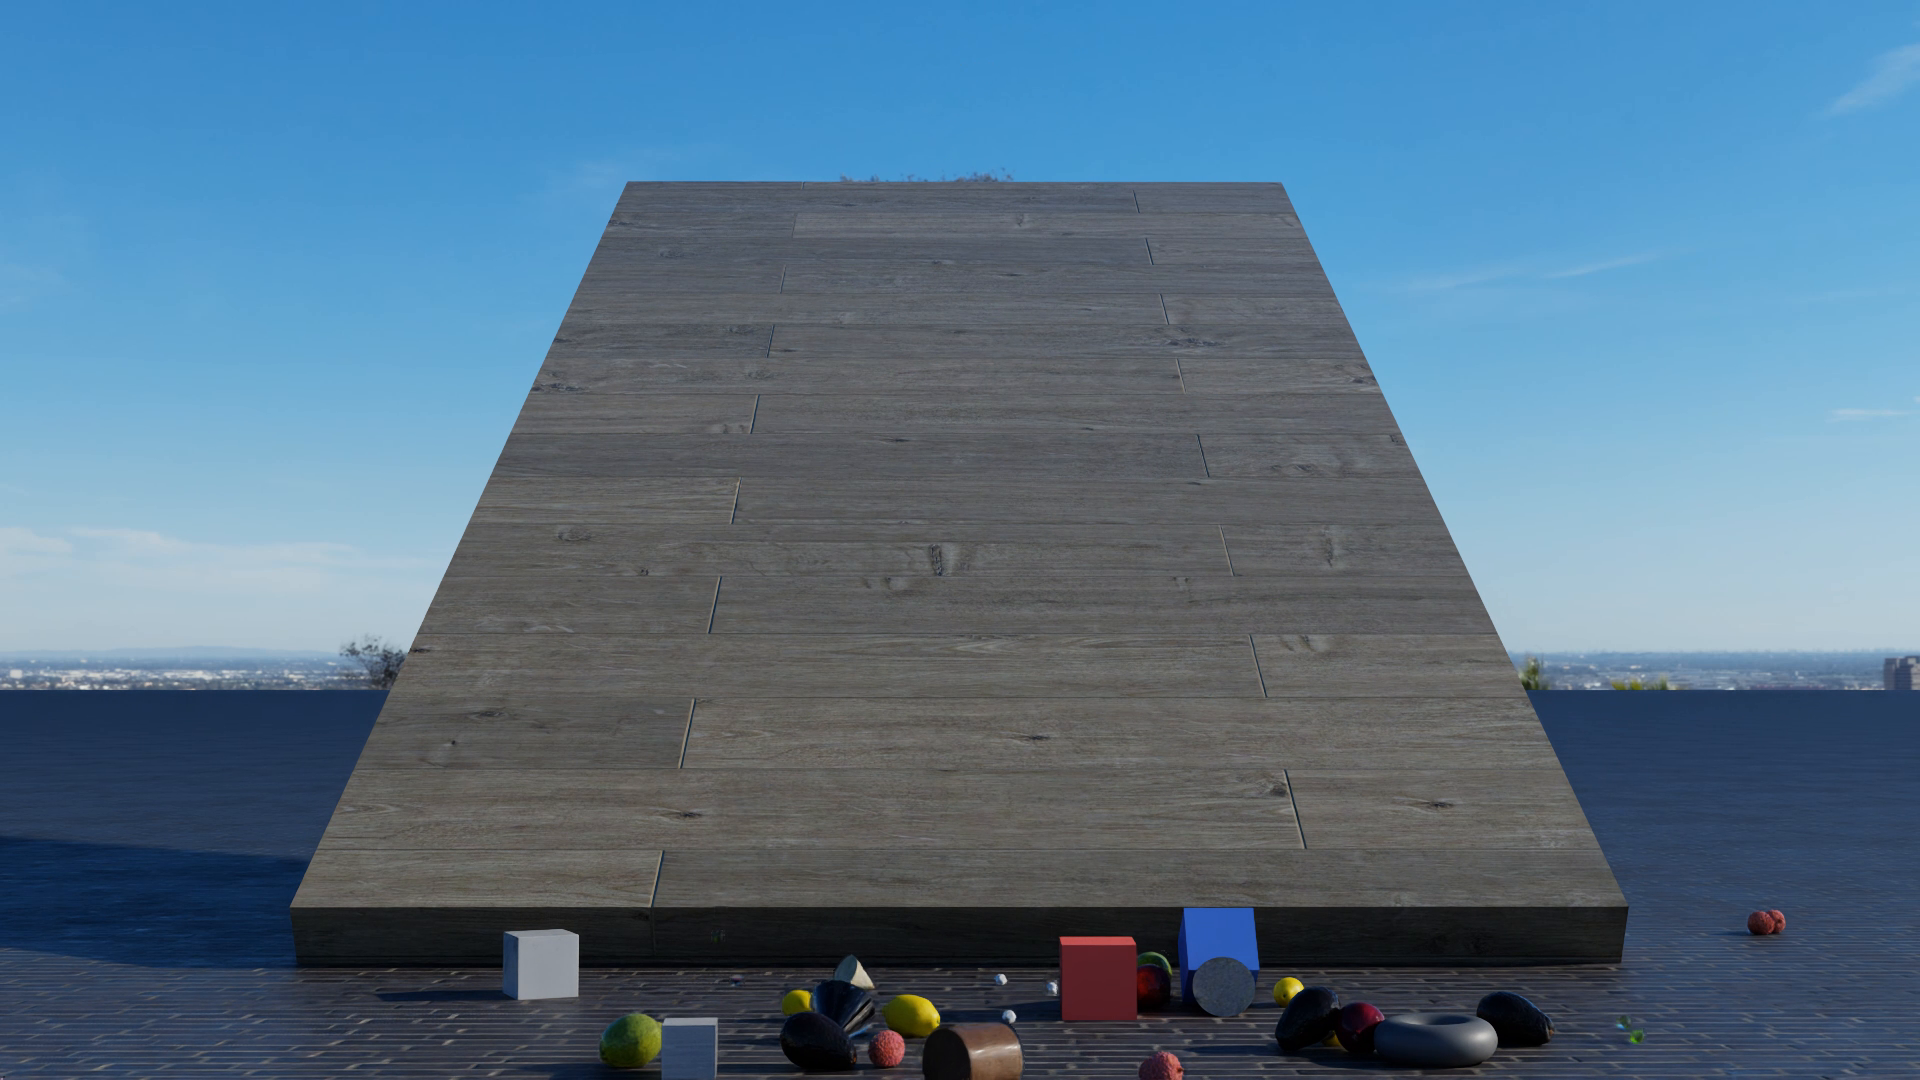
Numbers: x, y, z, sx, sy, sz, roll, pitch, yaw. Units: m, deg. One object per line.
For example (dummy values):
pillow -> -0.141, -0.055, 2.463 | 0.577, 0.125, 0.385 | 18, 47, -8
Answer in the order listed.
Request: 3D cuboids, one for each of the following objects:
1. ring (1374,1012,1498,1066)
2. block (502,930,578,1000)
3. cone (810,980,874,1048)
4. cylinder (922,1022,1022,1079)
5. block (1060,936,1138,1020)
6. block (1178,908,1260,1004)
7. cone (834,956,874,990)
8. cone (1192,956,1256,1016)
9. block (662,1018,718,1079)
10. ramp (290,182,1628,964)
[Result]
ring -> 0.533, 0.561, 2.616 | 0.137, 0.046, 0.137 | -1, -3, 0
block -> -0.570, 0.576, 3.165 | 0.083, 0.083, 0.083 | 2, -4, -25
cone -> -0.149, 0.573, 2.733 | 0.080, 0.080, 0.080 | -1, 23, 13
cylinder -> 0.012, 0.532, 2.382 | 0.073, 0.073, 0.073 | 3, -5, -43
block -> 0.175, 0.558, 2.971 | 0.094, 0.094, 0.094 | 0, -4, 0
block -> 0.339, 0.547, 3.068 | 0.091, 0.091, 0.091 | 0, -39, -1
cone -> -0.137, 0.608, 3.214 | 0.053, 0.053, 0.053 | 32, -18, -25
cone -> 0.338, 0.589, 3.005 | 0.080, 0.080, 0.080 | 0, -30, 3
block -> -0.291, 0.549, 2.515 | 0.057, 0.057, 0.057 | 0, -4, -3
ramp -> -0.008, -0.229, 5.324 | 2.000, 0.100, 4.000 | 0, 24, 0
